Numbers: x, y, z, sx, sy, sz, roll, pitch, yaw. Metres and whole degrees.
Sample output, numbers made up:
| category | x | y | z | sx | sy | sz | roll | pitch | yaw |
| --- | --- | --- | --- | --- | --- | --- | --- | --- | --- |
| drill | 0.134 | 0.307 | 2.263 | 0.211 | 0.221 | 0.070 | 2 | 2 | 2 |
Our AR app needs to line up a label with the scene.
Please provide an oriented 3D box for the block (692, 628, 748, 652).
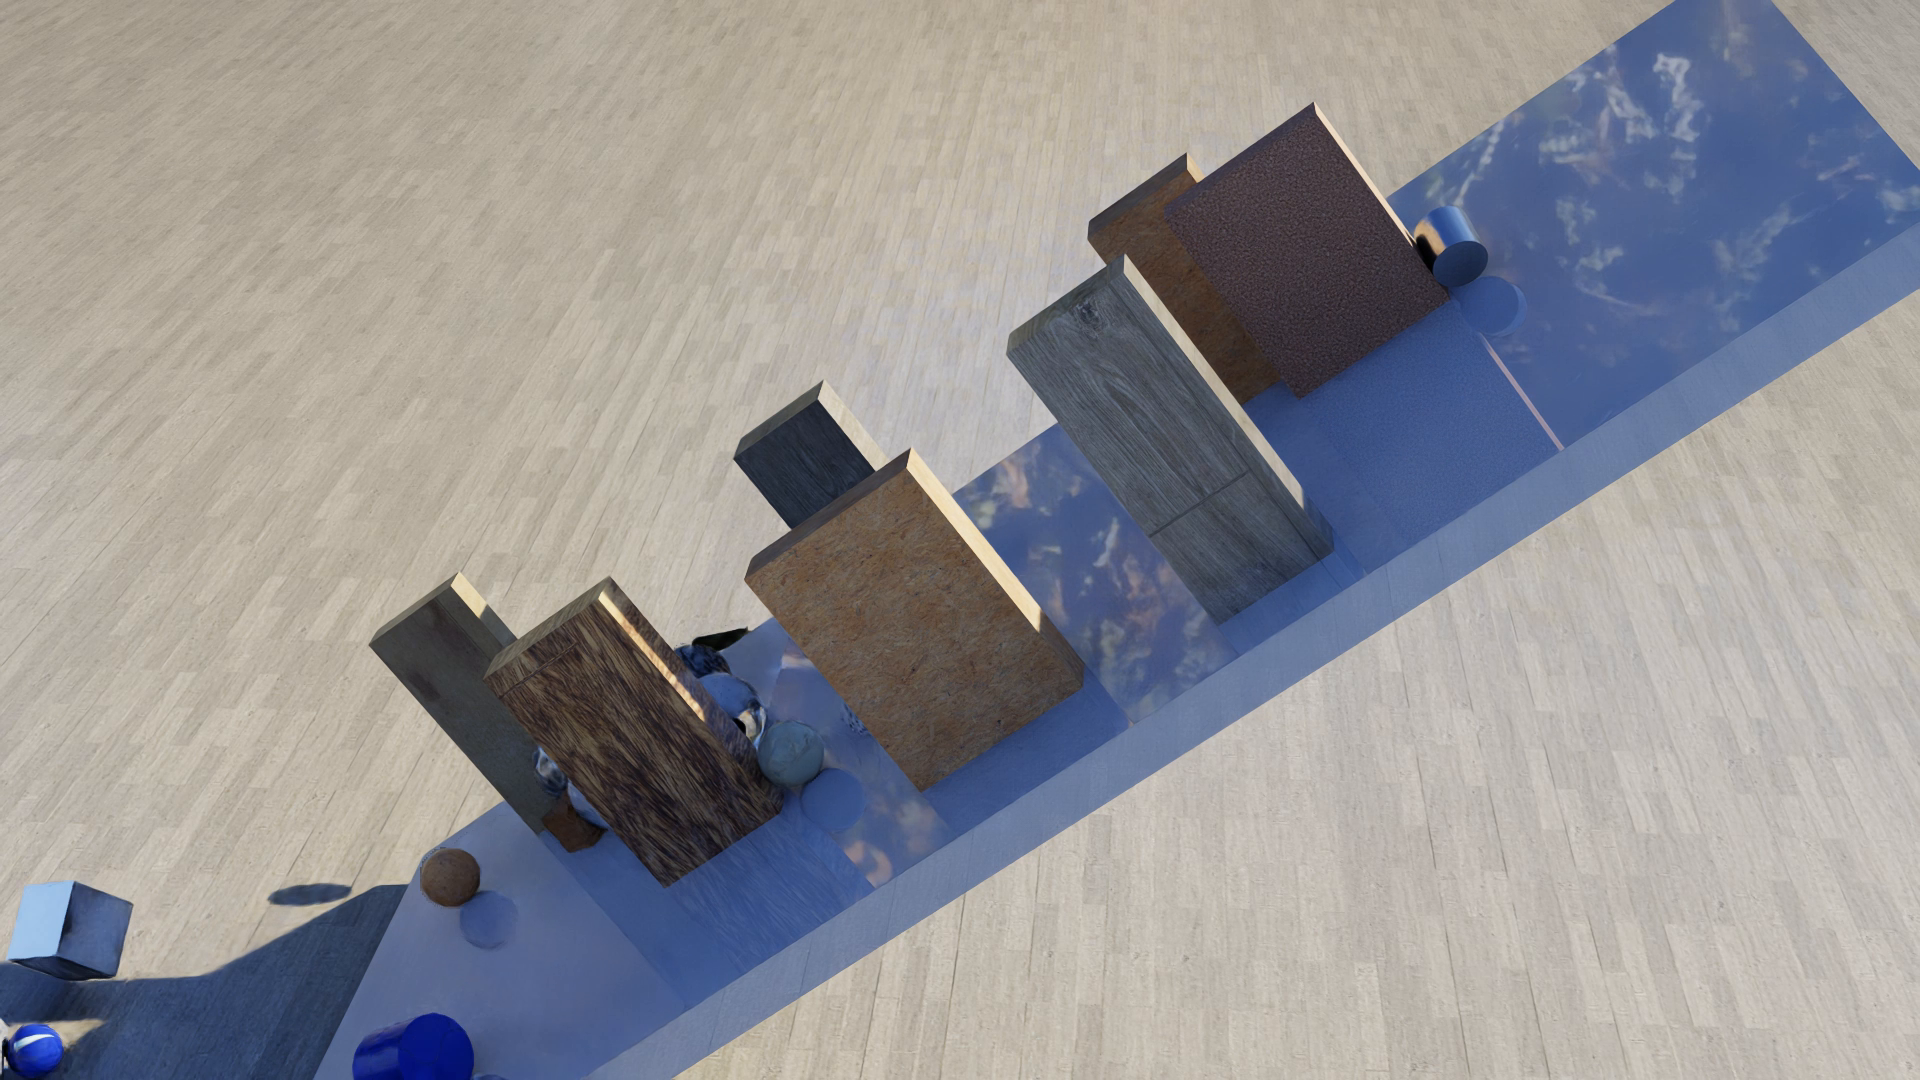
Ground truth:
| category | x | y | z | sx | sy | sz | roll | pitch | yaw |
| --- | --- | --- | --- | --- | --- | --- | --- | --- | --- |
| block | -0.706 | 0.389 | 8.758 | 0.172 | 0.172 | 0.172 | -11 | 21 | 14 |

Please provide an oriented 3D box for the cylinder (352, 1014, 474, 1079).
| category | x | y | z | sx | sy | sz | roll | pitch | yaw |
| --- | --- | --- | --- | --- | --- | --- | --- | --- | --- |
| cylinder | -1.134 | 1.086 | 6.096 | 0.180 | 0.180 | 0.180 | -23 | 2 | 44 |

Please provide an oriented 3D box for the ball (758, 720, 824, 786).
| category | x | y | z | sx | sy | sz | roll | pitch | yaw |
| --- | --- | --- | --- | --- | --- | --- | --- | --- | --- |
| ball | -0.357 | 0.449 | 6.203 | 0.142 | 0.142 | 0.142 | 0 | 23 | 0 |

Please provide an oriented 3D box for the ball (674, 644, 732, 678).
| category | x | y | z | sx | sy | sz | roll | pitch | yaw |
| --- | --- | --- | --- | --- | --- | --- | --- | --- | --- |
| ball | -0.640 | 0.340 | 7.079 | 0.181 | 0.181 | 0.181 | 0 | 23 | 0 |

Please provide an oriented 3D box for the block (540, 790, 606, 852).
| category | x | y | z | sx | sy | sz | roll | pitch | yaw |
| --- | --- | --- | --- | --- | --- | --- | --- | --- | --- |
| block | -0.893 | 0.652 | 6.906 | 0.107 | 0.107 | 0.107 | -20 | 25 | 49 |

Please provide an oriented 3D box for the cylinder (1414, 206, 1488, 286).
| category | x | y | z | sx | sy | sz | roll | pitch | yaw |
| --- | --- | --- | --- | --- | --- | --- | --- | --- | --- |
| cylinder | 1.010 | -0.603 | 6.047 | 0.118 | 0.118 | 0.118 | -5 | 44 | -12 |

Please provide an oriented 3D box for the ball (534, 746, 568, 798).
| category | x | y | z | sx | sy | sz | roll | pitch | yaw |
| --- | --- | --- | --- | --- | --- | --- | --- | --- | --- |
| ball | -0.927 | 0.529 | 7.033 | 0.183 | 0.183 | 0.183 | 0 | 23 | 0 |

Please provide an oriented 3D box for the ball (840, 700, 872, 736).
| category | x | y | z | sx | sy | sz | roll | pitch | yaw |
| --- | --- | --- | --- | --- | --- | --- | --- | --- | --- |
| ball | -0.193 | 0.350 | 6.157 | 0.118 | 0.118 | 0.118 | 0 | 23 | 0 |

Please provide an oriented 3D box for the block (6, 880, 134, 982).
| category | x | y | z | sx | sy | sz | roll | pitch | yaw |
| --- | --- | --- | --- | --- | --- | --- | --- | --- | --- |
| block | -2.198 | 0.967 | 7.267 | 0.189 | 0.189 | 0.189 | -10 | -29 | 34 |

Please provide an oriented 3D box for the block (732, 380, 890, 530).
| category | x | y | z | sx | sy | sz | roll | pitch | yaw |
| --- | --- | --- | --- | --- | --- | --- | --- | --- | --- |
| block | -0.298 | -0.120 | 7.097 | 0.259 | 0.451 | 0.141 | -34 | 16 | 16 |

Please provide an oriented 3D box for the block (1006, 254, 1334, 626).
| category | x | y | z | sx | sy | sz | roll | pitch | yaw |
| --- | --- | --- | --- | --- | --- | --- | --- | --- | --- |
| block | 0.385 | -0.177 | 5.339 | 0.259 | 0.650 | 0.119 | -34 | 16 | 16 |

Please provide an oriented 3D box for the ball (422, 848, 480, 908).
| category | x | y | z | sx | sy | sz | roll | pitch | yaw |
| --- | --- | --- | --- | --- | --- | --- | --- | --- | --- |
| ball | -1.237 | 0.820 | 7.148 | 0.143 | 0.143 | 0.143 | 0 | 23 | 0 |

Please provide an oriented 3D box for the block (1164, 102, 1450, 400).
| category | x | y | z | sx | sy | sz | roll | pitch | yaw |
| --- | --- | --- | --- | --- | --- | --- | --- | --- | --- |
| block | 0.716 | -0.594 | 6.078 | 0.377 | 0.483 | 0.100 | -34 | 16 | 16 |

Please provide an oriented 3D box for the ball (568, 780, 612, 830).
| category | x | y | z | sx | sy | sz | roll | pitch | yaw |
| --- | --- | --- | --- | --- | --- | --- | --- | --- | --- |
| ball | -0.802 | 0.566 | 6.771 | 0.201 | 0.201 | 0.201 | 0 | 23 | 0 |

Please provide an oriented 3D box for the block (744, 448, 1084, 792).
| category | x | y | z | sx | sy | sz | roll | pitch | yaw |
| --- | --- | --- | --- | --- | --- | --- | --- | --- | --- |
| block | -0.084 | 0.158 | 5.638 | 0.391 | 0.553 | 0.111 | -34 | 16 | 16 |

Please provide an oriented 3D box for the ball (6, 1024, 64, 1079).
| category | x | y | z | sx | sy | sz | roll | pitch | yaw |
| --- | --- | --- | --- | --- | --- | --- | --- | --- | --- |
| ball | -2.178 | 1.204 | 6.923 | 0.130 | 0.130 | 0.130 | 0 | 23 | 0 |

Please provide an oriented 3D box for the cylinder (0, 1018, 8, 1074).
| category | x | y | z | sx | sy | sz | roll | pitch | yaw |
| --- | --- | --- | --- | --- | --- | --- | --- | --- | --- |
| cylinder | -2.321 | 1.205 | 6.882 | 0.163 | 0.163 | 0.163 | -4 | 23 | -9 |

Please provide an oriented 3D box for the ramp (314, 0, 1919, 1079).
| category | x | y | z | sx | sy | sz | roll | pitch | yaw |
| --- | --- | --- | --- | --- | --- | --- | --- | --- | --- |
| ramp | 0.129 | 0.179 | 6.321 | 4.000 | 0.100 | 2.000 | -34 | 16 | 16 |

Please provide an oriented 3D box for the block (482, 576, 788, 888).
| category | x | y | z | sx | sy | sz | roll | pitch | yaw |
| --- | --- | --- | --- | --- | --- | --- | --- | --- | --- |
| block | -0.679 | 0.408 | 6.189 | 0.317 | 0.601 | 0.124 | -34 | 16 | 16 |

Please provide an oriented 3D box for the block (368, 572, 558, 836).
| category | x | y | z | sx | sy | sz | roll | pitch | yaw |
| --- | --- | --- | --- | --- | --- | --- | --- | --- | --- |
| block | -1.123 | 0.401 | 7.156 | 0.266 | 0.631 | 0.089 | -34 | 16 | 16 |

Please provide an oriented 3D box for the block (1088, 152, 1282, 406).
| category | x | y | z | sx | sy | sz | roll | pitch | yaw |
| --- | --- | --- | --- | --- | --- | --- | --- | --- | --- |
| block | 0.529 | -0.548 | 6.346 | 0.261 | 0.498 | 0.141 | -34 | 16 | 16 |

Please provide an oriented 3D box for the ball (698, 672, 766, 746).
| category | x | y | z | sx | sy | sz | roll | pitch | yaw |
| --- | --- | --- | --- | --- | --- | --- | --- | --- | --- |
| ball | -0.542 | 0.402 | 6.638 | 0.205 | 0.205 | 0.205 | 0 | 23 | 0 |
